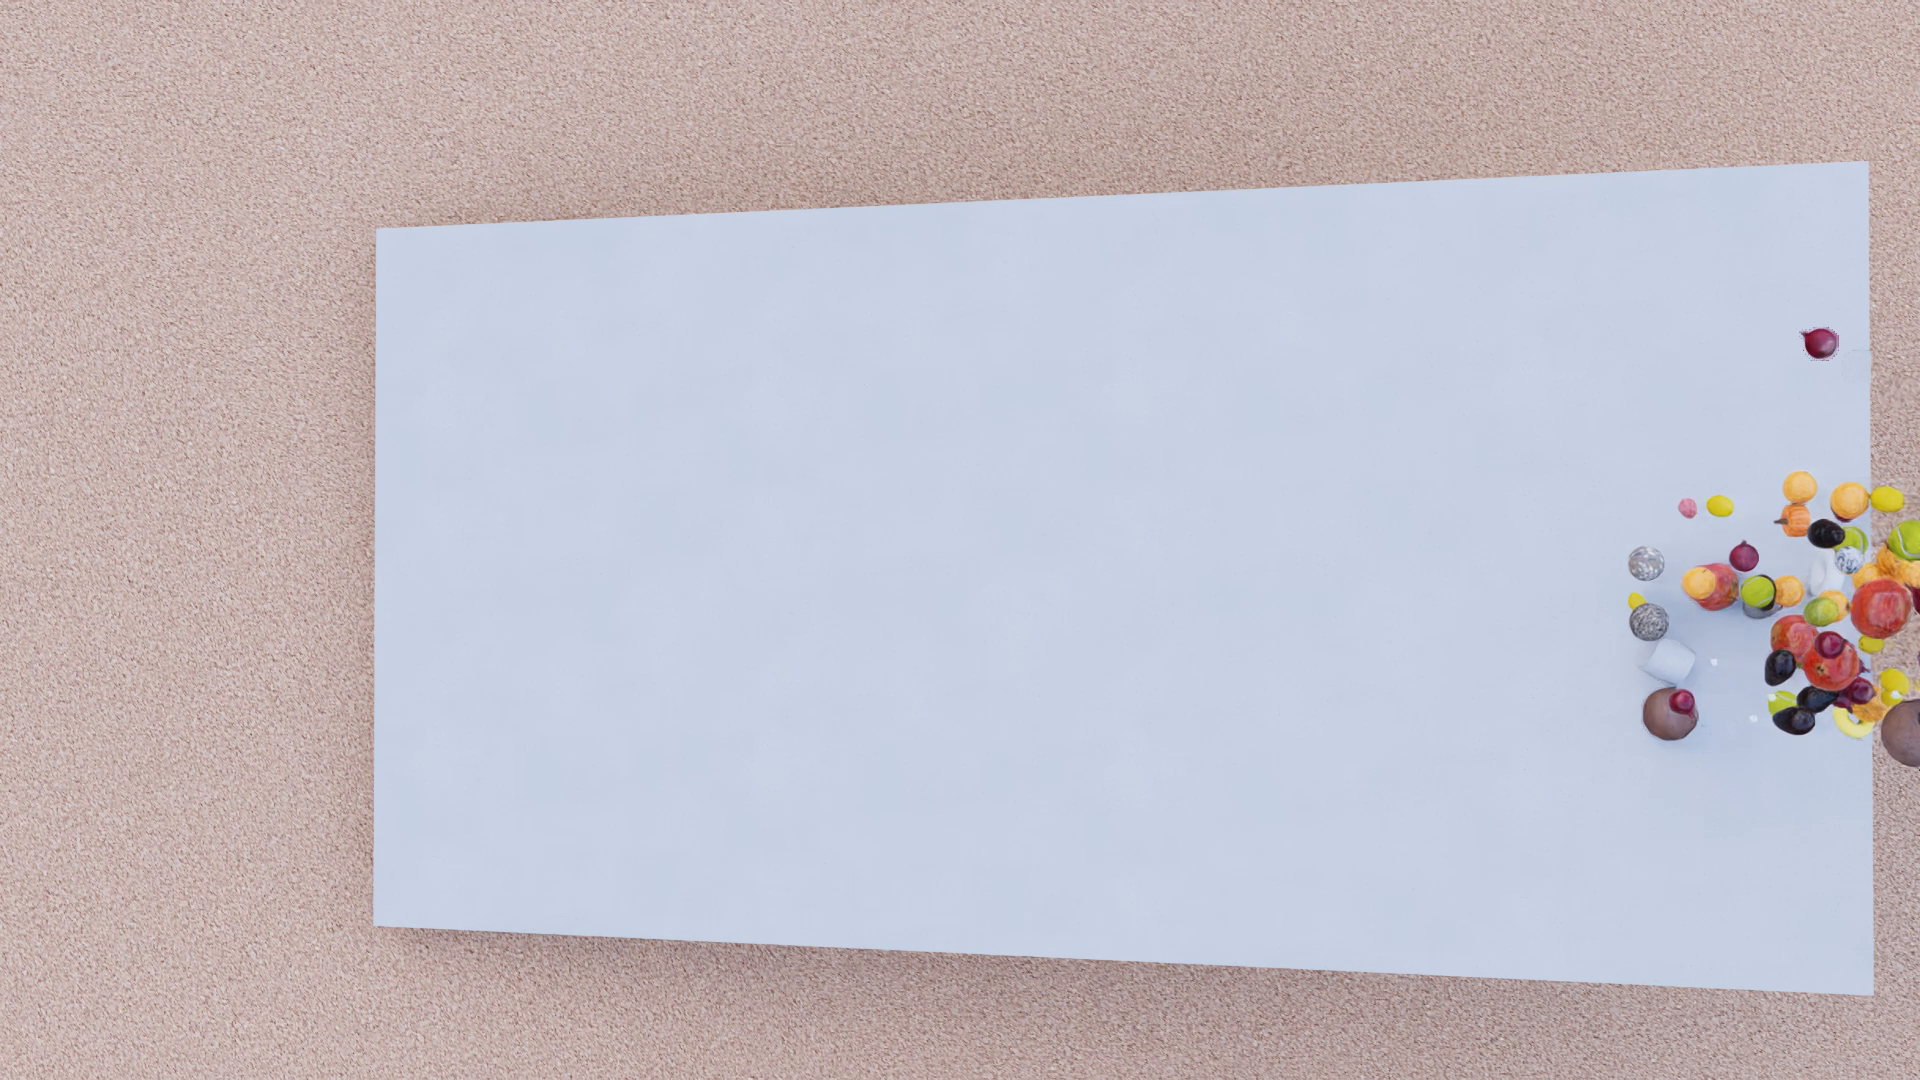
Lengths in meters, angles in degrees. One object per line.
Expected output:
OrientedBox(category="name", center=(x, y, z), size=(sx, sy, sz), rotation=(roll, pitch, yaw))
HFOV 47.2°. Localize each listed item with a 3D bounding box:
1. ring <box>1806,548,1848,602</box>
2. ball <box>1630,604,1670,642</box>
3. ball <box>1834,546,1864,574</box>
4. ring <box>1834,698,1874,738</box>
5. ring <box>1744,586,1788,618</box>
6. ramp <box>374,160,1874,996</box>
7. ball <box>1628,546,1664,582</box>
OrientedBox(category="ring", center=(2.066, 0.082, 5.236), size=(0.045, 0.134, 0.134), rotation=(15, 89, -11))
OrientedBox(category="ball", center=(1.658, 0.198, 5.292), size=(0.093, 0.093, 0.093), rotation=(0, 89, 0))
OrientedBox(category="ball", center=(1.727, 0.040, 4.271), size=(0.054, 0.054, 0.054), rotation=(0, 89, 0))
OrientedBox(category="ring", center=(2.029, 0.403, 4.993), size=(0.098, 0.033, 0.098), rotation=(6, 64, -13))
OrientedBox(category="ring", center=(1.935, 0.149, 5.284), size=(0.107, 0.107, 0.036), rotation=(-33, 110, 0))
OrientedBox(category="ramp", center=(0.265, 0.097, 5.837), size=(4.000, 0.100, 2.000), rotation=(0, 89, 15))
OrientedBox(category="ball", center=(1.646, 0.056, 5.275), size=(0.085, 0.085, 0.085), rotation=(0, 89, 0))
